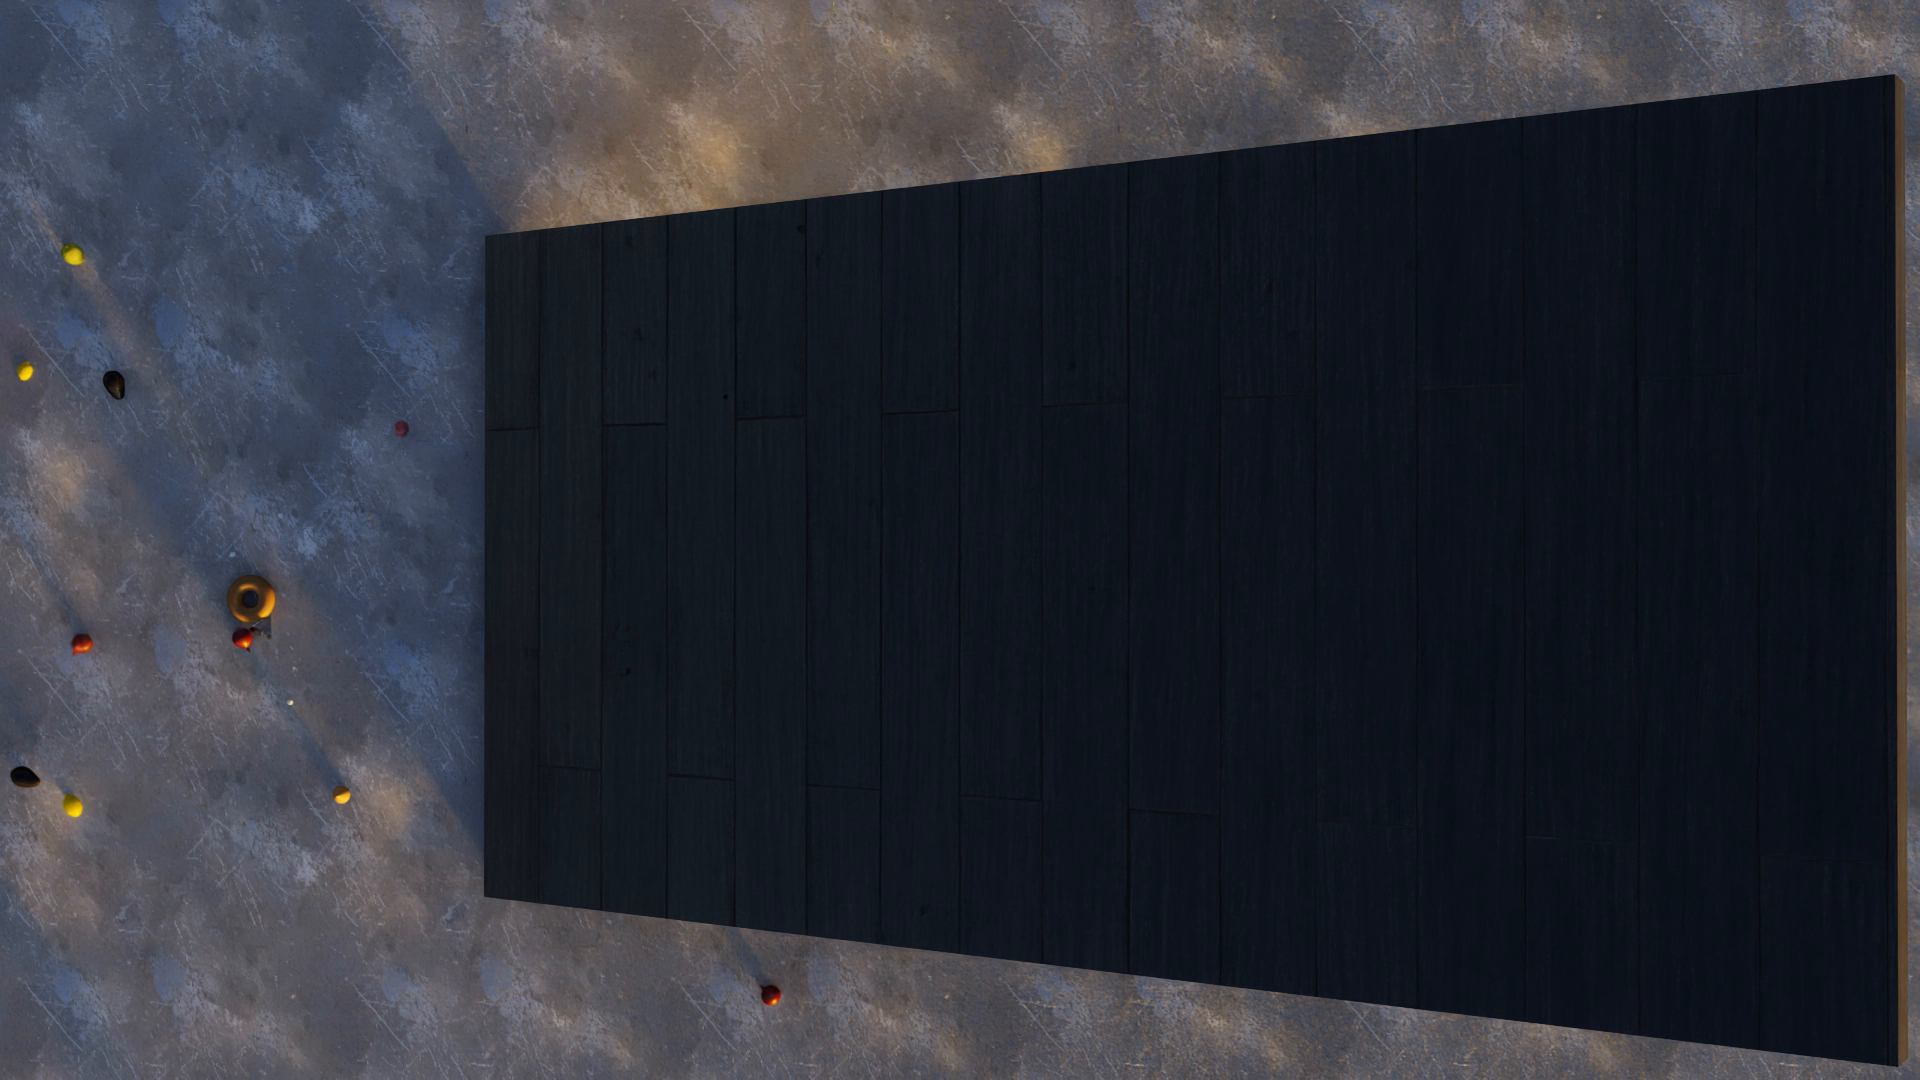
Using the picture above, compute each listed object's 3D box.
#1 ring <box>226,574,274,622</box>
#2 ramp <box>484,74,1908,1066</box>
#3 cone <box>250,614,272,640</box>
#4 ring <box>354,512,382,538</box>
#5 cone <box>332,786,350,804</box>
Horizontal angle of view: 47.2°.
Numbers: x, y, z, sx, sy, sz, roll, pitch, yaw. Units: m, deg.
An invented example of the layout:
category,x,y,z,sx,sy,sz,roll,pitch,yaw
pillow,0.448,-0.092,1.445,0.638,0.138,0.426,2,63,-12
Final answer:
category,x,y,z,sx,sy,sz,roll,pitch,yaw
ring,-2.165,0.179,6.712,0.146,0.049,0.146,0,91,0
ramp,0.252,0.069,5.583,4.000,0.100,2.000,0,89,34
cone,-2.120,0.255,6.718,0.072,0.072,0.072,21,63,0
ring,-1.809,-0.045,6.724,0.083,0.028,0.083,0,90,-1
cone,-1.894,0.779,6.703,0.054,0.054,0.054,0,90,0
